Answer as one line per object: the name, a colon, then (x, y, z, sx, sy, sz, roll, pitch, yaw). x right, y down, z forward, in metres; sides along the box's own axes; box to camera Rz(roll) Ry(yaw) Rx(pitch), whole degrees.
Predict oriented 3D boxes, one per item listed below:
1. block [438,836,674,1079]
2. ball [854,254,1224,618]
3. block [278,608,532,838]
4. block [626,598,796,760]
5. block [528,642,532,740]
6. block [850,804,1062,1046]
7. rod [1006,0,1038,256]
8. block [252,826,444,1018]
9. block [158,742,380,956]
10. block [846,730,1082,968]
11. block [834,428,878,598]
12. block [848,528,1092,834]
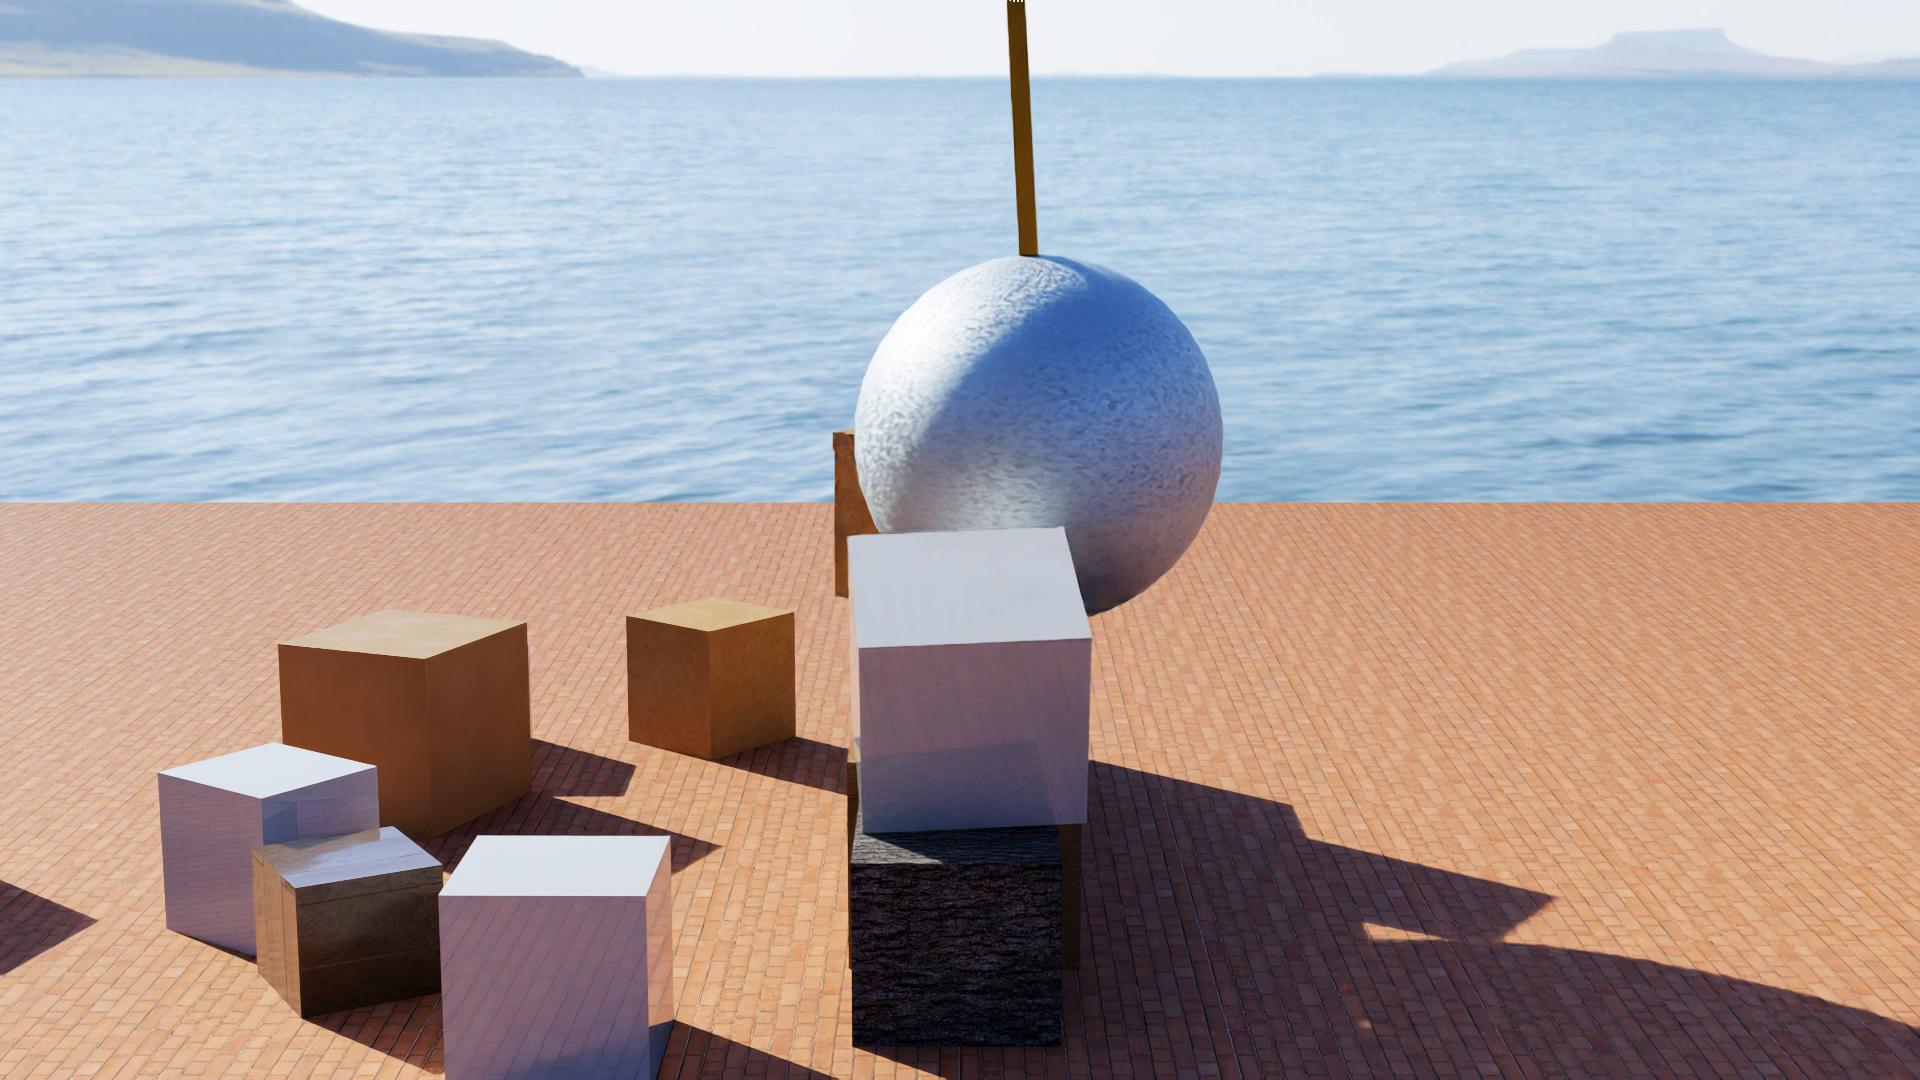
block: (-1.436, 1.513, 9.241, 0.716, 0.716, 0.704, 0, 10, 0)
ball: (0.339, -0.434, 11.101, 1.600, 1.600, 1.600, 0, 10, 0)
block: (-2.667, 0.867, 12.400, 0.819, 0.858, 0.875, 4, 11, 22)
block: (-1.323, 0.726, 13.664, 0.620, 0.682, 0.639, 8, 13, 39)
block: (-2.556, 0.854, 13.407, 0.543, 0.524, 0.573, 0, 10, -1)
block: (-0.013, 1.436, 9.718, 0.763, 0.697, 0.817, 0, 10, 0)
rod: (0.147, -3.774, 10.494, 0.080, 5.200, 0.080, -3, 10, 1)
block: (-2.384, 1.478, 10.005, 0.572, 0.512, 0.595, -6, 12, -30)
block: (-2.860, 1.278, 10.658, 0.657, 0.672, 0.596, 7, 13, 36)
block: (0.018, 1.208, 10.549, 0.920, 0.848, 0.878, 0, 10, 0)
block: (-0.086, -0.145, 12.612, 0.743, 0.809, 0.783, 7, 12, 33)
block: (0.020, 0.526, 9.824, 0.847, 0.811, 0.853, -2, 28, -4)
